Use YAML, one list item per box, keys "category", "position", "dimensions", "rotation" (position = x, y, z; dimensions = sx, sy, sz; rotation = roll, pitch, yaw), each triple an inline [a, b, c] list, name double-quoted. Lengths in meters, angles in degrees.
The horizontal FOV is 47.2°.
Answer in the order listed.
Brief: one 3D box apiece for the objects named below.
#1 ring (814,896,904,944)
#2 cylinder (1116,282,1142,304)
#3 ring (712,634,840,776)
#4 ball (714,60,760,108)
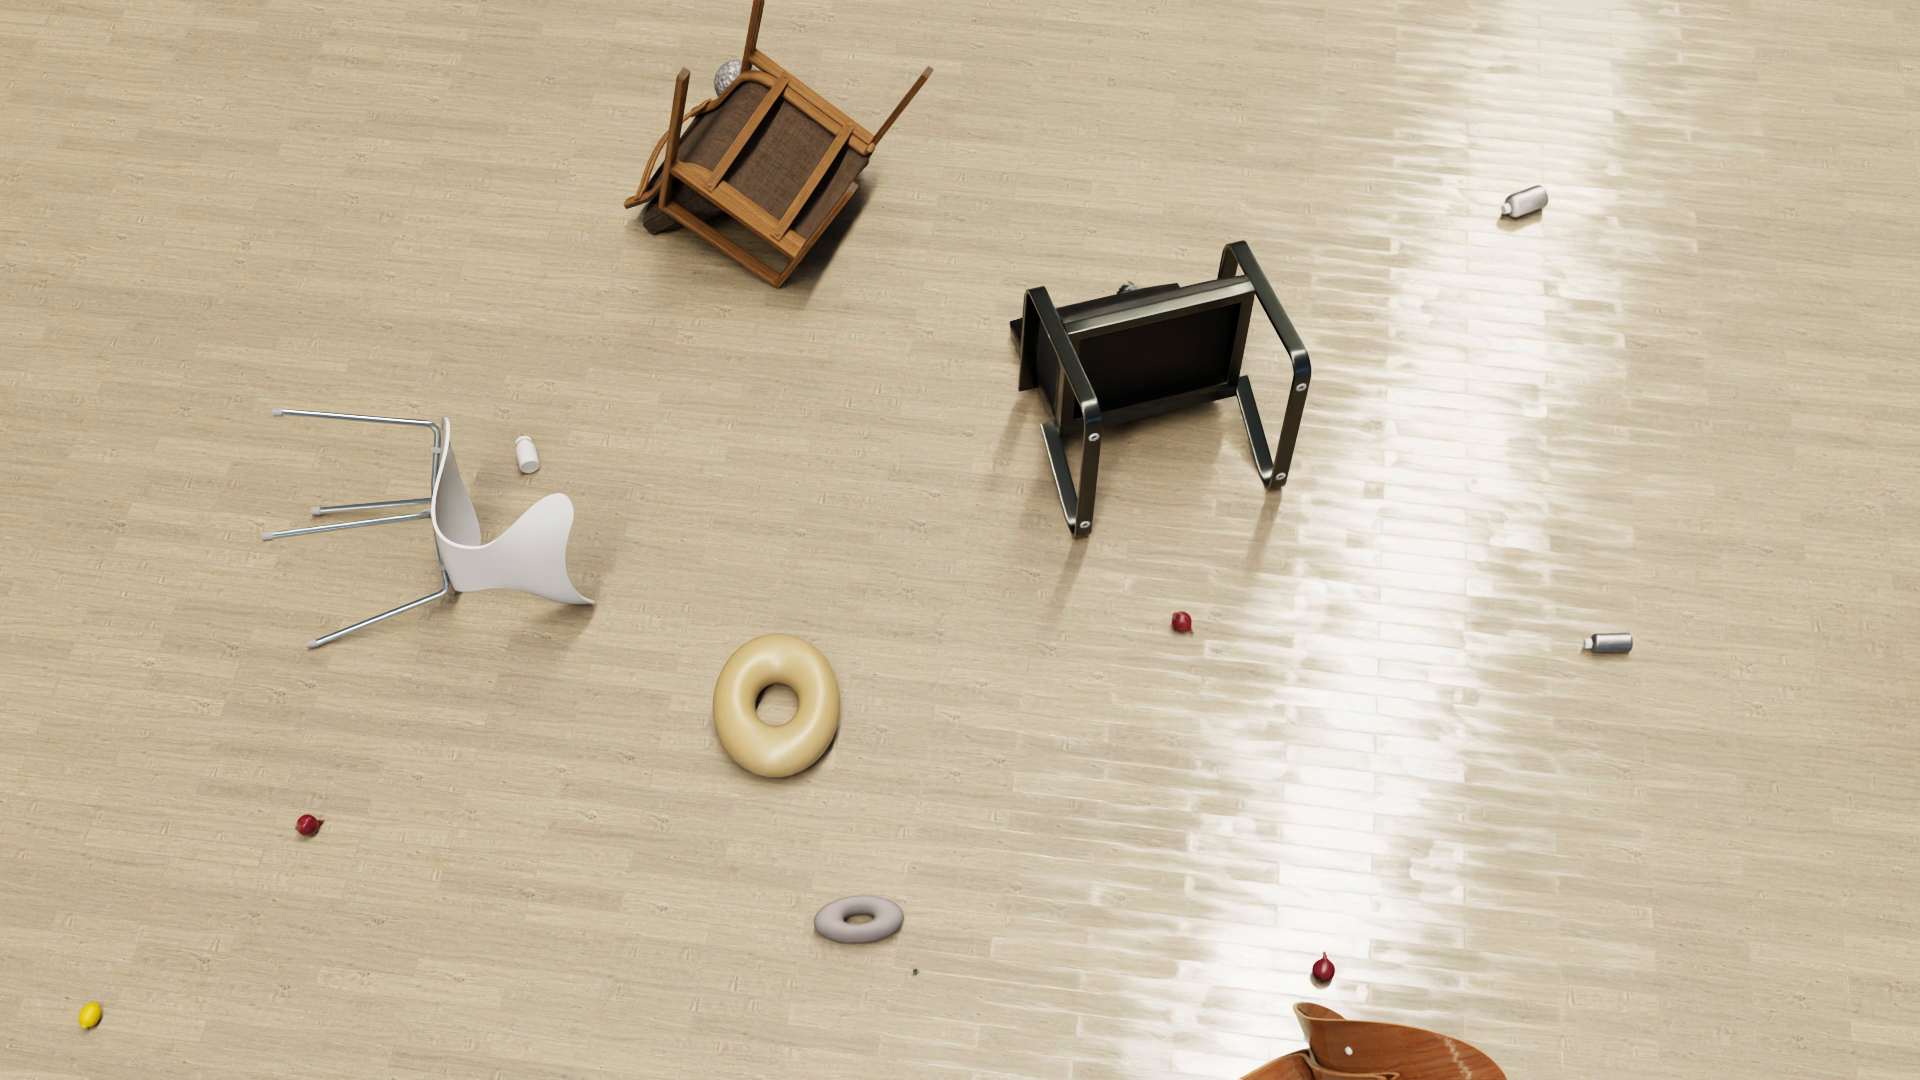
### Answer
- category: "ring"
  position: [-0.269, 1.009, 5.850]
  dimensions: [0.241, 0.078, 0.125]
  rotation: [-4, 54, -2]
- category: "cylinder"
  position: [0.545, -0.794, 7.076]
  dimensions: [0.066, 0.051, 0.048]
  rotation: [-28, 59, -21]
- category: "ring"
  position: [-0.516, 0.463, 6.195]
  dimensions: [0.361, 0.115, 0.451]
  rotation: [-4, 57, -1]
- category: "ball"
  position: [-0.762, -1.562, 7.526]
  dimensions: [0.160, 0.160, 0.160]
  rotation: [0, 56, 0]
